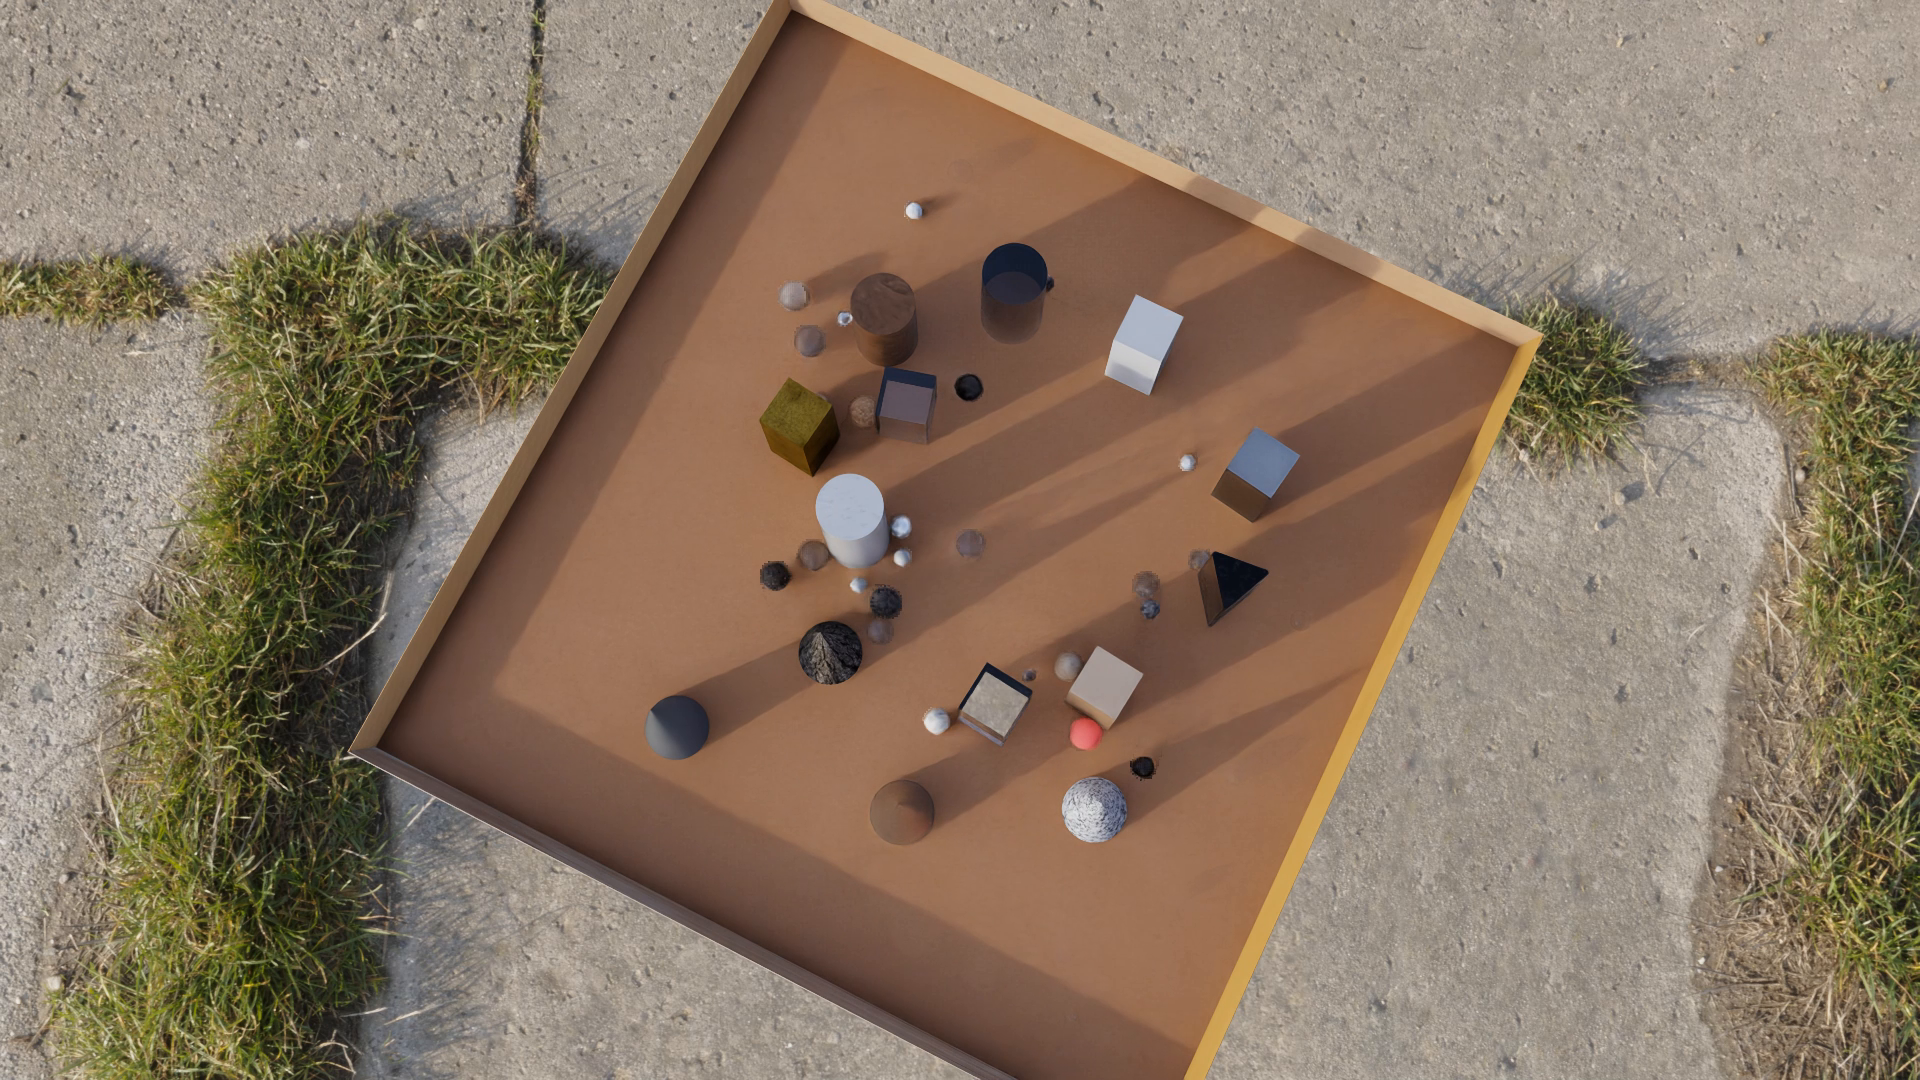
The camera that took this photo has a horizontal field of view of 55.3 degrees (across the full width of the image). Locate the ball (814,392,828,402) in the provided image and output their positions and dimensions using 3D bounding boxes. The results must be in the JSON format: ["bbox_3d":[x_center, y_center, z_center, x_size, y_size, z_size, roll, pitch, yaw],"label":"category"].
[{"bbox_3d":[-0.444,-0.419,5.665,0.075,0.075,0.075,0,78,0],"label":"ball"}]

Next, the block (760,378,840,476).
[{"bbox_3d":[-0.477,-0.334,5.503,0.155,0.357,0.155,33,80,6],"label":"block"}]

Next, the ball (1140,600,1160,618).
[{"bbox_3d":[0.576,0.209,5.544,0.057,0.057,0.057,0,78,0],"label":"ball"}]

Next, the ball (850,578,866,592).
[{"bbox_3d":[-0.309,0.136,5.565,0.046,0.046,0.046,0,78,0],"label":"ball"}]

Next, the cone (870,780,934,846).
[{"bbox_3d":[-0.172,0.770,5.252,0.194,0.402,0.194,0,78,0],"label":"cone"}]

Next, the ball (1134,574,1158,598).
[{"bbox_3d":[0.563,0.138,5.550,0.075,0.075,0.075,0,78,0],"label":"ball"}]

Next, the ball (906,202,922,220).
[{"bbox_3d":[-0.144,-1.042,5.806,0.052,0.052,0.052,0,78,0],"label":"ball"}]

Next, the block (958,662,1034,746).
[{"bbox_3d":[0.101,0.484,5.359,0.155,0.308,0.155,32,80,6],"label":"block"}]

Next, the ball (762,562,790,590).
[{"bbox_3d":[-0.558,0.111,5.550,0.085,0.085,0.085,0,78,0],"label":"ball"}]

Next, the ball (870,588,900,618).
[{"bbox_3d":[-0.227,0.190,5.530,0.093,0.093,0.093,0,78,0],"label":"ball"}]

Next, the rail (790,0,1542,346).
[{"bbox_3d":[0.603,-1.175,5.794,2.634,0.126,0.045,26,80,5],"label":"rail"}]

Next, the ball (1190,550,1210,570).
[{"bbox_3d":[0.732,0.061,5.572,0.062,0.062,0.062,0,78,0],"label":"ball"}]

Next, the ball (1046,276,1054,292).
[{"bbox_3d":[0.269,-0.808,5.757,0.053,0.053,0.053,0,78,0],"label":"ball"}]

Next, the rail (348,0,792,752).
[{"bbox_3d":[-1.157,-0.560,5.667,0.045,0.126,2.746,26,80,5],"label":"rail"}]

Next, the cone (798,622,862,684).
[{"bbox_3d":[-0.392,0.300,5.343,0.194,0.415,0.194,0,78,0],"label":"cone"}]

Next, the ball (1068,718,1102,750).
[{"bbox_3d":[0.372,0.575,5.449,0.096,0.096,0.096,0,78,0],"label":"ball"}]

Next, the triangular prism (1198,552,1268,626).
[{"bbox_3d":[0.775,0.123,5.420,0.168,0.335,0.145,-39,81,-7],"label":"triangular prism"}]

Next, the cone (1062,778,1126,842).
[{"bbox_3d":[0.400,0.773,5.308,0.194,0.292,0.194,0,78,0],"label":"cone"}]

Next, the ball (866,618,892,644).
[{"bbox_3d":[-0.243,0.274,5.522,0.075,0.075,0.075,0,78,0],"label":"ball"}]

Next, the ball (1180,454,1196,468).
[{"bbox_3d":[0.702,-0.241,5.643,0.046,0.046,0.046,0,78,0],"label":"ball"}]

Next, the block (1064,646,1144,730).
[{"bbox_3d":[0.418,0.437,5.374,0.155,0.299,0.155,32,80,6],"label":"block"}]

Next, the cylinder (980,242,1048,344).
[{"bbox_3d":[0.161,-0.746,5.579,0.194,0.375,0.194,0,78,0],"label":"cylinder"}]

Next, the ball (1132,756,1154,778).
[{"bbox_3d":[0.545,0.674,5.444,0.065,0.065,0.065,0,78,0],"label":"ball"}]

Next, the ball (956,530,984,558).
[{"bbox_3d":[0.030,0.013,5.572,0.083,0.083,0.083,0,78,0],"label":"ball"}]

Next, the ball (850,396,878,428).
[{"bbox_3d":[-0.291,-0.392,5.648,0.097,0.097,0.097,0,78,0],"label":"ball"}]

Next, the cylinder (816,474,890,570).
[{"bbox_3d":[-0.313,-0.050,5.404,0.194,0.436,0.194,0,78,0],"label":"cylinder"}]

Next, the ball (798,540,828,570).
[{"bbox_3d":[-0.443,0.047,5.561,0.090,0.090,0.090,0,78,0],"label":"ball"}]

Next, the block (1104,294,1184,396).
[{"bbox_3d":[0.555,-0.587,5.558,0.155,0.352,0.155,26,79,5],"label":"block"}]

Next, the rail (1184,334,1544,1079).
[{"bbox_3d":[1.157,0.573,5.433,0.045,0.126,2.746,26,80,5],"label":"rail"}]

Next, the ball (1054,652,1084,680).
[{"bbox_3d":[0.326,0.378,5.494,0.087,0.087,0.087,0,78,0],"label":"ball"}]

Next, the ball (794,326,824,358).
[{"bbox_3d":[-0.468,-0.616,5.695,0.096,0.096,0.096,0,78,0],"label":"ball"}]

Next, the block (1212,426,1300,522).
[{"bbox_3d":[0.880,-0.192,5.482,0.155,0.340,0.155,35,80,7],"label":"block"}]

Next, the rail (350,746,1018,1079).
[{"bbox_3d":[-0.603,1.189,5.305,2.634,0.126,0.045,26,80,5],"label":"rail"}]

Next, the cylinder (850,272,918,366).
[{"bbox_3d":[-0.229,-0.668,5.591,0.194,0.321,0.194,0,78,0],"label":"cylinder"}]

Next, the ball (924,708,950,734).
[{"bbox_3d":[-0.067,0.542,5.466,0.076,0.076,0.076,0,78,0],"label":"ball"}]

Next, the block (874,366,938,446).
[{"bbox_3d":[-0.162,-0.407,5.579,0.155,0.239,0.155,11,79,2],"label":"block"}]

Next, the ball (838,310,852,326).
[{"bbox_3d":[-0.362,-0.695,5.737,0.046,0.046,0.046,0,78,0],"label":"ball"}]

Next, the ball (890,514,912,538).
[{"bbox_3d":[-0.180,-0.041,5.571,0.071,0.071,0.071,0,78,0],"label":"ball"}]

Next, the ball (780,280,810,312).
[{"bbox_3d":[-0.516,-0.763,5.726,0.094,0.094,0.094,0,78,0],"label":"ball"}]

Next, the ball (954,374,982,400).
[{"bbox_3d":[0.026,-0.473,5.672,0.084,0.084,0.084,0,78,0],"label":"ball"}]

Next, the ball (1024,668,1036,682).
[{"bbox_3d":[0.210,0.405,5.512,0.041,0.041,0.041,0,78,0],"label":"ball"}]

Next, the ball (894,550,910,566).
[{"bbox_3d":[-0.176,0.054,5.578,0.053,0.053,0.053,0,78,0],"label":"ball"}]

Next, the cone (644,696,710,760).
[{"bbox_3d":[-0.850,0.515,5.266,0.194,0.479,0.194,0,78,0],"label":"cone"}]
